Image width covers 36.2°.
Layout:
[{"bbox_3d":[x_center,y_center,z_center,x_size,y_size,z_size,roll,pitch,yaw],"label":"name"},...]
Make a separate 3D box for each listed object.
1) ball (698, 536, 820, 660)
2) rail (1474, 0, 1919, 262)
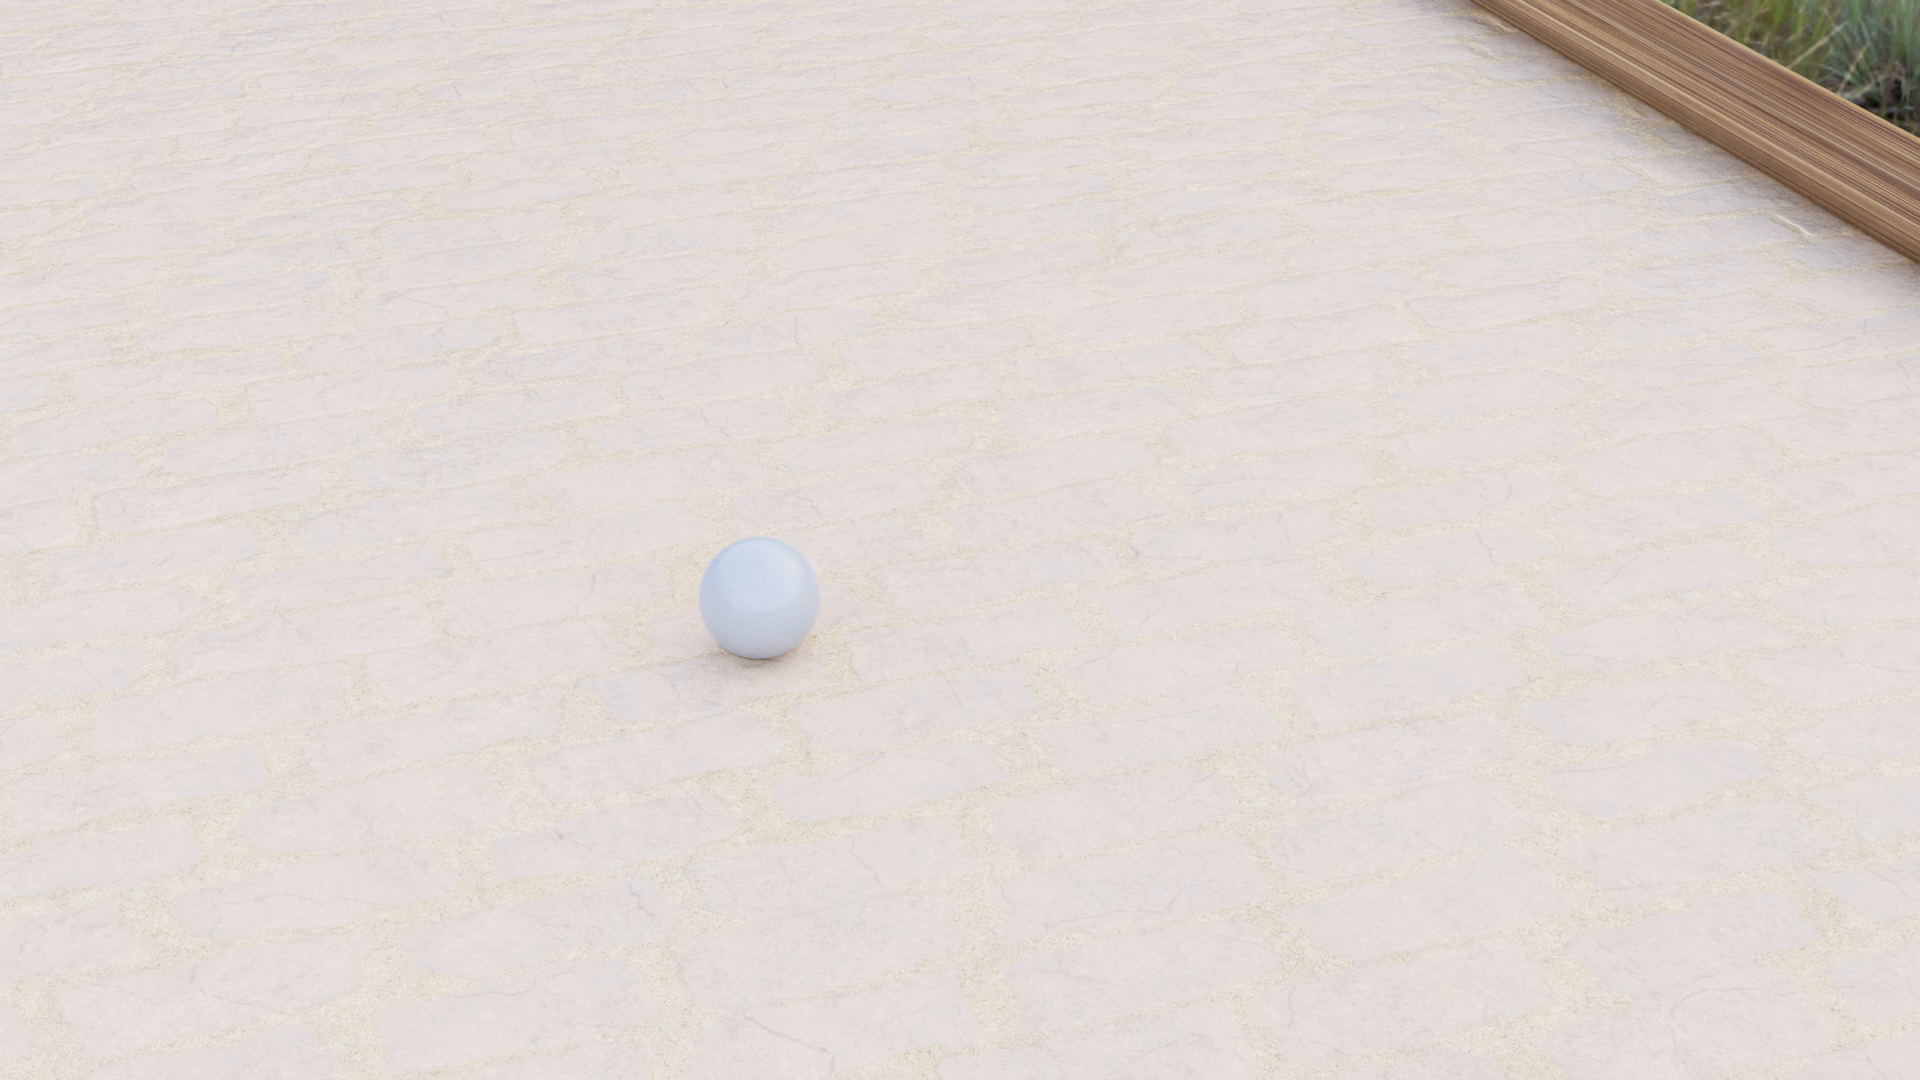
[{"bbox_3d":[-0.123,0.035,1.804,0.075,0.075,0.075,0,28,0],"label":"ball"},{"bbox_3d":[0.539,-0.545,2.887,0.045,0.098,3.576,-9,29,-17],"label":"rail"}]
